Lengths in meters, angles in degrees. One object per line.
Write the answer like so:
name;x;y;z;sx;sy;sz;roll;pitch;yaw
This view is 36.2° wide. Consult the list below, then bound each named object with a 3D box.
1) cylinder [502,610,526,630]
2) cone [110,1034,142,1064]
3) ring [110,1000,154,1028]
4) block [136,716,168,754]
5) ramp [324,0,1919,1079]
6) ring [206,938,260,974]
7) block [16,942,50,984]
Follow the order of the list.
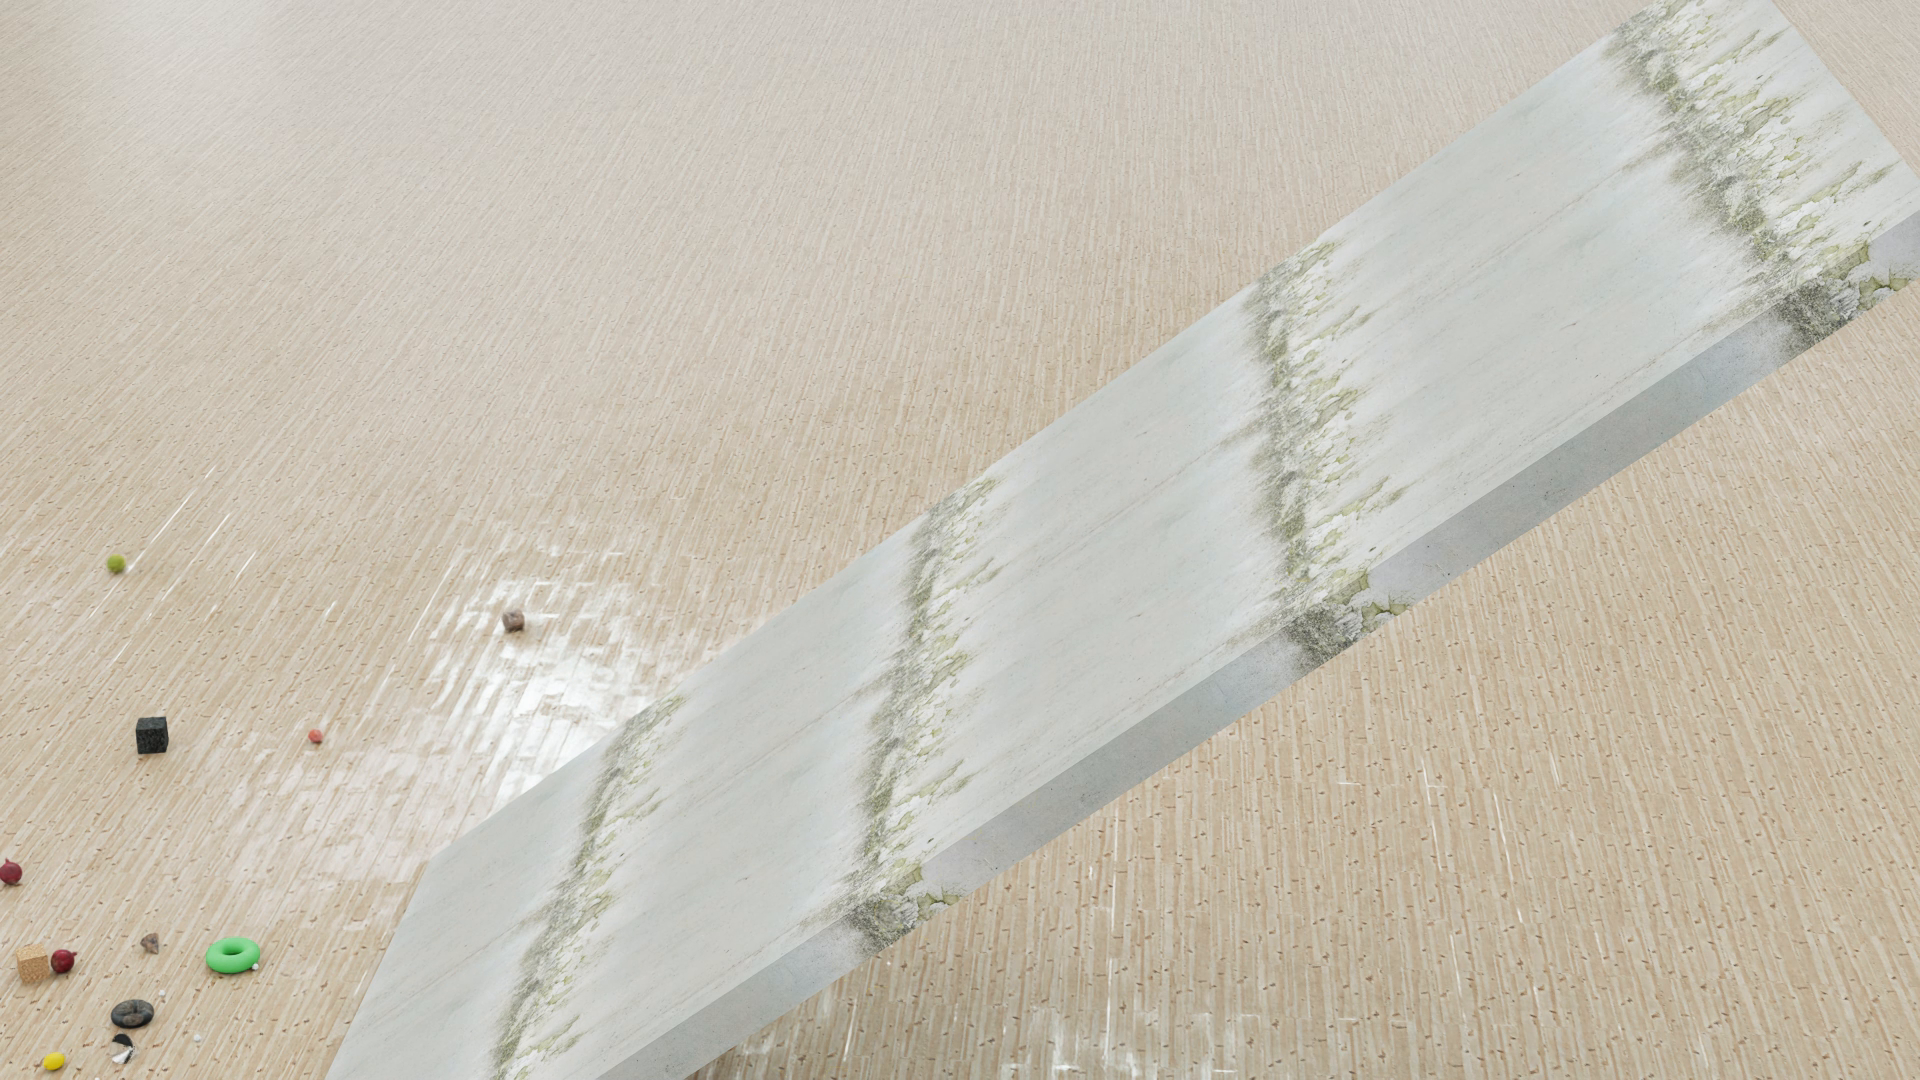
cylinder;-1.417;0.256;9.339;0.055;0.055;0.055;-16;28;-34
cone;-1.994;1.224;7.084;0.072;0.072;0.072;13;-1;27
ring;-2.032;1.164;7.223;0.105;0.035;0.105;1;23;-1
block;-2.354;0.569;8.569;0.079;0.079;0.079;-3;23;-7
ramp;0.126;0.181;6.328;4.000;0.100;2.000;-35;16;17
ring;-1.846;1.054;7.469;0.136;0.045;0.136;1;23;0
block;-2.336;1.067;7.411;0.067;0.067;0.067;-11;25;-24
